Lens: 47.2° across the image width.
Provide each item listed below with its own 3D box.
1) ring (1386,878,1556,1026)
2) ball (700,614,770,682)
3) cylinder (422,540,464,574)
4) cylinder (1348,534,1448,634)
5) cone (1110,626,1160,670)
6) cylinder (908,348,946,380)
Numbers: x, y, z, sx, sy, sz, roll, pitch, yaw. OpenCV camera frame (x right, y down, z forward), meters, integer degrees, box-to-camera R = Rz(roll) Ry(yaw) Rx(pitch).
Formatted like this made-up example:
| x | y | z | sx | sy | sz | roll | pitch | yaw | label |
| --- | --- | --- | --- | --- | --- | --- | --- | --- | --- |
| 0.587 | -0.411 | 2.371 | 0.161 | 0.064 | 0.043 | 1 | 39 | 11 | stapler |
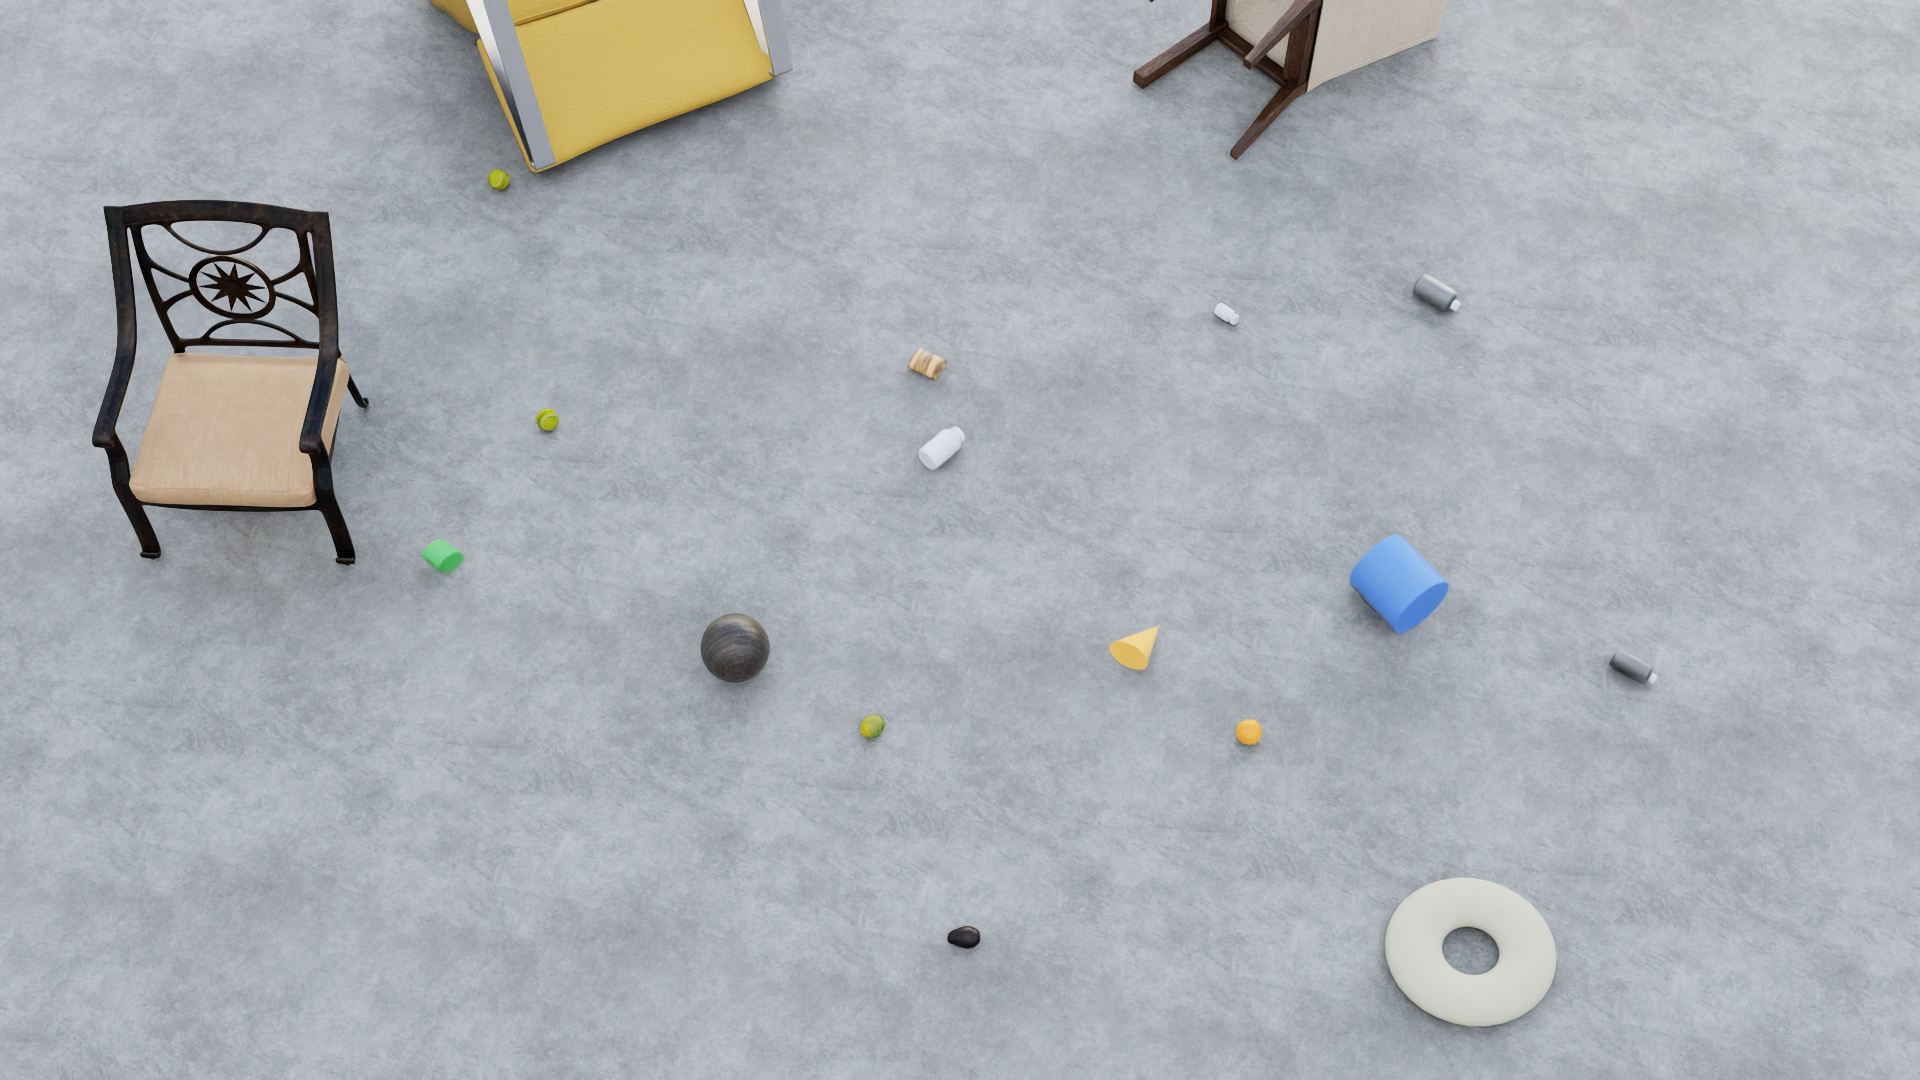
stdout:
| x | y | z | sx | sy | sz | roll | pitch | yaw | label |
| --- | --- | --- | --- | --- | --- | --- | --- | --- | --- |
| 1.348 | 1.084 | 5.803 | 0.451 | 0.073 | 0.417 | -4 | 57 | -2 | ring |
| -0.639 | 0.307 | 6.249 | 0.197 | 0.197 | 0.197 | 0 | 56 | 0 | ball |
| -1.528 | 0.048 | 6.494 | 0.073 | 0.070 | 0.096 | 34 | 29 | 21 | cylinder |
| 1.269 | 0.127 | 6.368 | 0.204 | 0.196 | 0.201 | -51 | 61 | 21 | cylinder |
| 0.533 | 0.290 | 6.353 | 0.128 | 0.089 | 0.169 | 21 | 42 | 30 | cone |
| -0.103 | -0.555 | 6.920 | 0.095 | 0.044 | 0.081 | 26 | 61 | 16 | cylinder |
